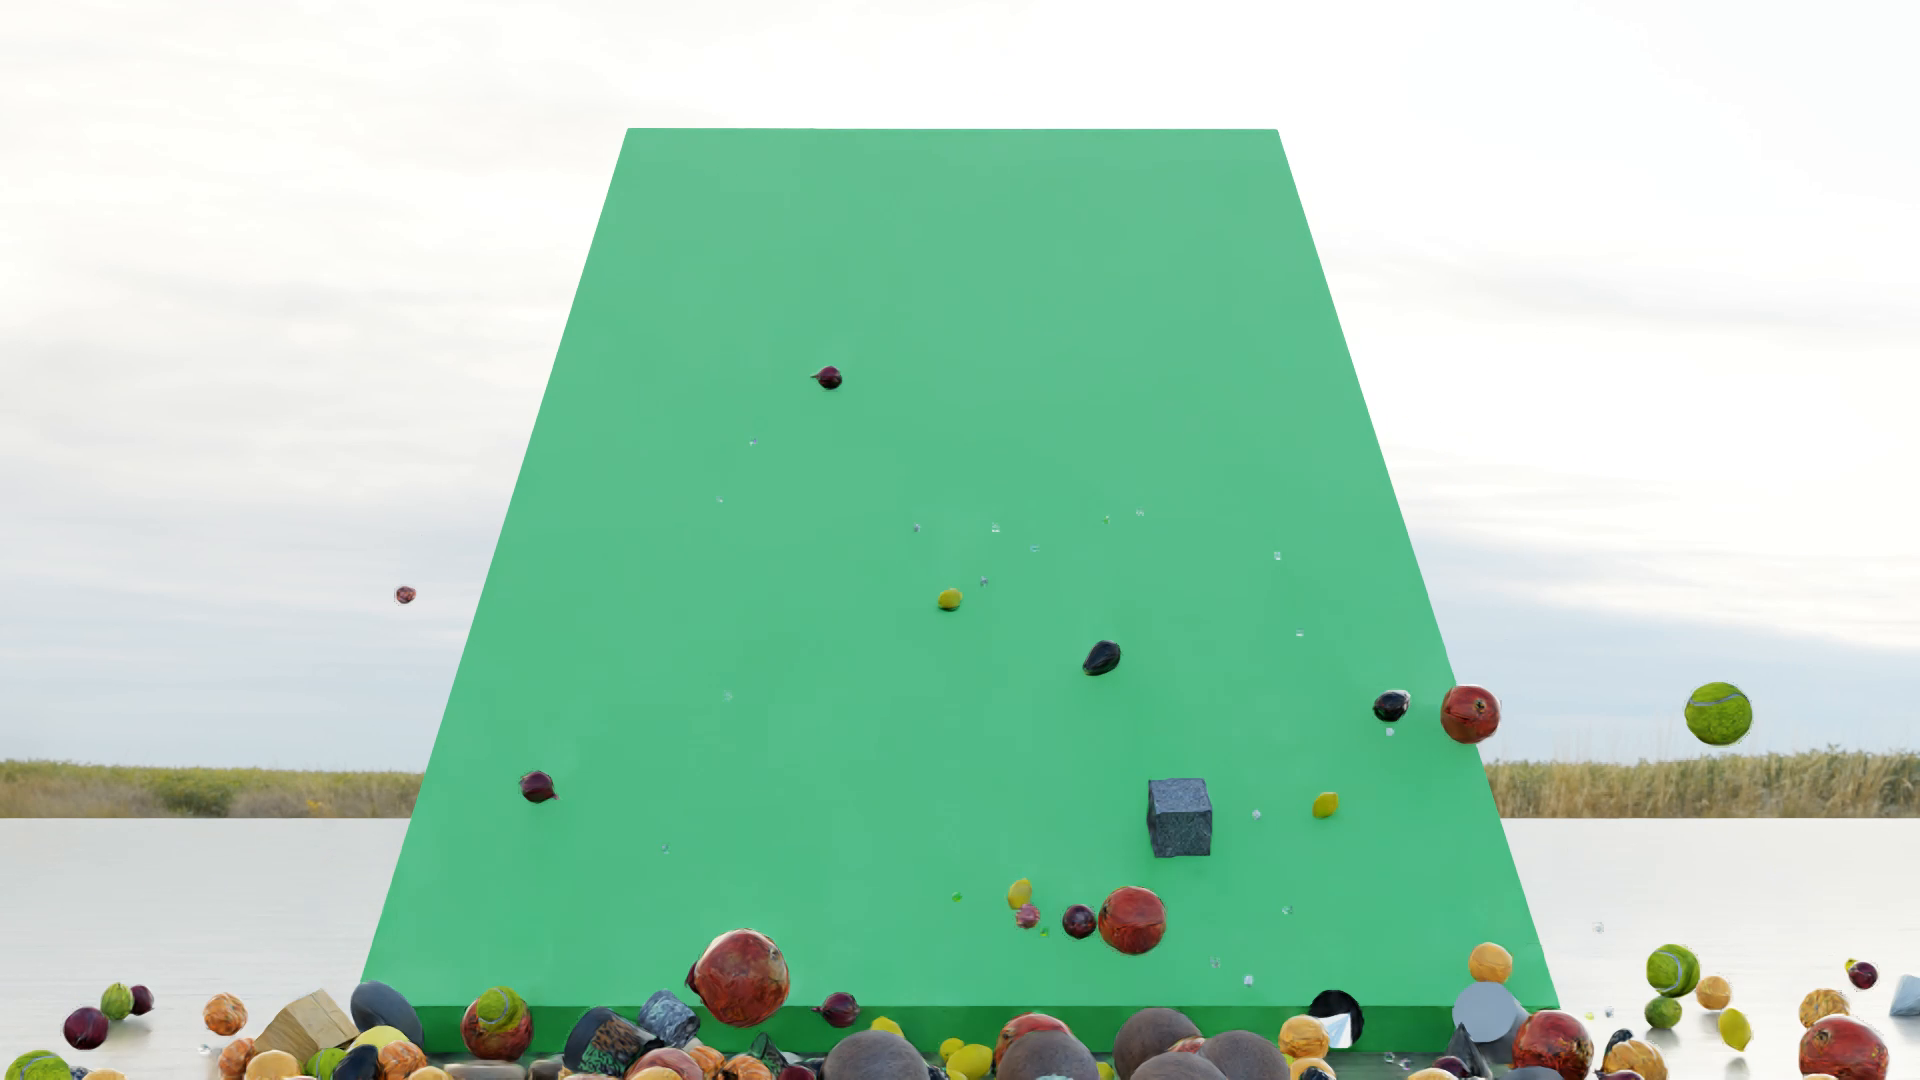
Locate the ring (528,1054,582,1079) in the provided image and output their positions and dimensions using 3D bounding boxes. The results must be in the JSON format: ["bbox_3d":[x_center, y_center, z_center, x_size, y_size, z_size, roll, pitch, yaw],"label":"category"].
[{"bbox_3d":[-0.561,0.775,3.531,0.134,0.045,0.134,0,-5,0],"label":"ring"}]

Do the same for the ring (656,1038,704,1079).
[{"bbox_3d":[-0.430,0.756,3.502,0.130,0.043,0.130,-22,-8,-3],"label":"ring"}]

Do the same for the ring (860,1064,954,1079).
[{"bbox_3d":[-0.073,0.756,3.363,0.137,0.046,0.137,0,-6,0],"label":"ring"}]

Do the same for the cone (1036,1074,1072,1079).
[{"bbox_3d":[0.106,0.653,2.790,0.096,0.096,0.096,-1,-25,5],"label":"cone"}]

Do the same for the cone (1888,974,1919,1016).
[{"bbox_3d":[1.859,0.918,4.786,0.089,0.089,0.089,-27,6,-26],"label":"cone"}]

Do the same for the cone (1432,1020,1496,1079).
[{"bbox_3d":[0.720,0.732,3.476,0.093,0.093,0.093,-5,11,1],"label":"cone"}]

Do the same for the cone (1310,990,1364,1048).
[{"bbox_3d":[0.635,0.776,3.968,0.096,0.096,0.096,-4,-2,33],"label":"cone"}]

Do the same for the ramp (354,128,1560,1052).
[{"bbox_3d":[-0.014,-0.204,5.761,2.000,0.100,4.000,0,31,0],"label":"ramp"}]

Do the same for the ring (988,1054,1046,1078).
[{"bbox_3d":[0.087,0.802,3.700,0.087,0.029,0.087,-1,-5,0],"label":"ring"}]

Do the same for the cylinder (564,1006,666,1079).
[{"bbox_3d":[-0.429,0.640,3.013,0.090,0.090,0.090,24,5,26],"label":"cylinder"}]

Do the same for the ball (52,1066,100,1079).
[{"bbox_3d":[-1.144,0.713,3.137,0.066,0.066,0.066,0,-6,0],"label":"ball"}]

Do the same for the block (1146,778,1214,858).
[{"bbox_3d":[0.396,0.501,4.376,0.100,0.100,0.100,-2,31,-4],"label":"block"}]

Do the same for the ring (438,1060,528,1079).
[{"bbox_3d":[-0.683,0.769,3.470,0.127,0.042,0.127,1,-7,0],"label":"ring"}]

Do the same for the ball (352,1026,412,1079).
[{"bbox_3d":[-0.847,0.756,3.553,0.087,0.087,0.087,0,-6,0],"label":"ball"}]

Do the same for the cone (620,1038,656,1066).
[{"bbox_3d":[-0.500,0.801,3.693,0.064,0.064,0.064,4,-34,-34],"label":"cone"}]

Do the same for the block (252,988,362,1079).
[{"bbox_3d":[-0.929,0.709,3.448,0.087,0.087,0.087,-48,-12,20],"label":"block"}]

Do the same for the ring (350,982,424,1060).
[{"bbox_3d":[-0.872,0.733,3.689,0.141,0.141,0.047,-6,23,45],"label":"ring"}]

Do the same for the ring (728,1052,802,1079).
[{"bbox_3d":[-0.294,0.792,3.645,0.113,0.038,0.113,-1,-6,0],"label":"ring"}]

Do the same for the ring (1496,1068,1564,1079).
[{"bbox_3d":[0.757,0.736,3.235,0.104,0.035,0.104,-14,10,2],"label":"ring"}]
